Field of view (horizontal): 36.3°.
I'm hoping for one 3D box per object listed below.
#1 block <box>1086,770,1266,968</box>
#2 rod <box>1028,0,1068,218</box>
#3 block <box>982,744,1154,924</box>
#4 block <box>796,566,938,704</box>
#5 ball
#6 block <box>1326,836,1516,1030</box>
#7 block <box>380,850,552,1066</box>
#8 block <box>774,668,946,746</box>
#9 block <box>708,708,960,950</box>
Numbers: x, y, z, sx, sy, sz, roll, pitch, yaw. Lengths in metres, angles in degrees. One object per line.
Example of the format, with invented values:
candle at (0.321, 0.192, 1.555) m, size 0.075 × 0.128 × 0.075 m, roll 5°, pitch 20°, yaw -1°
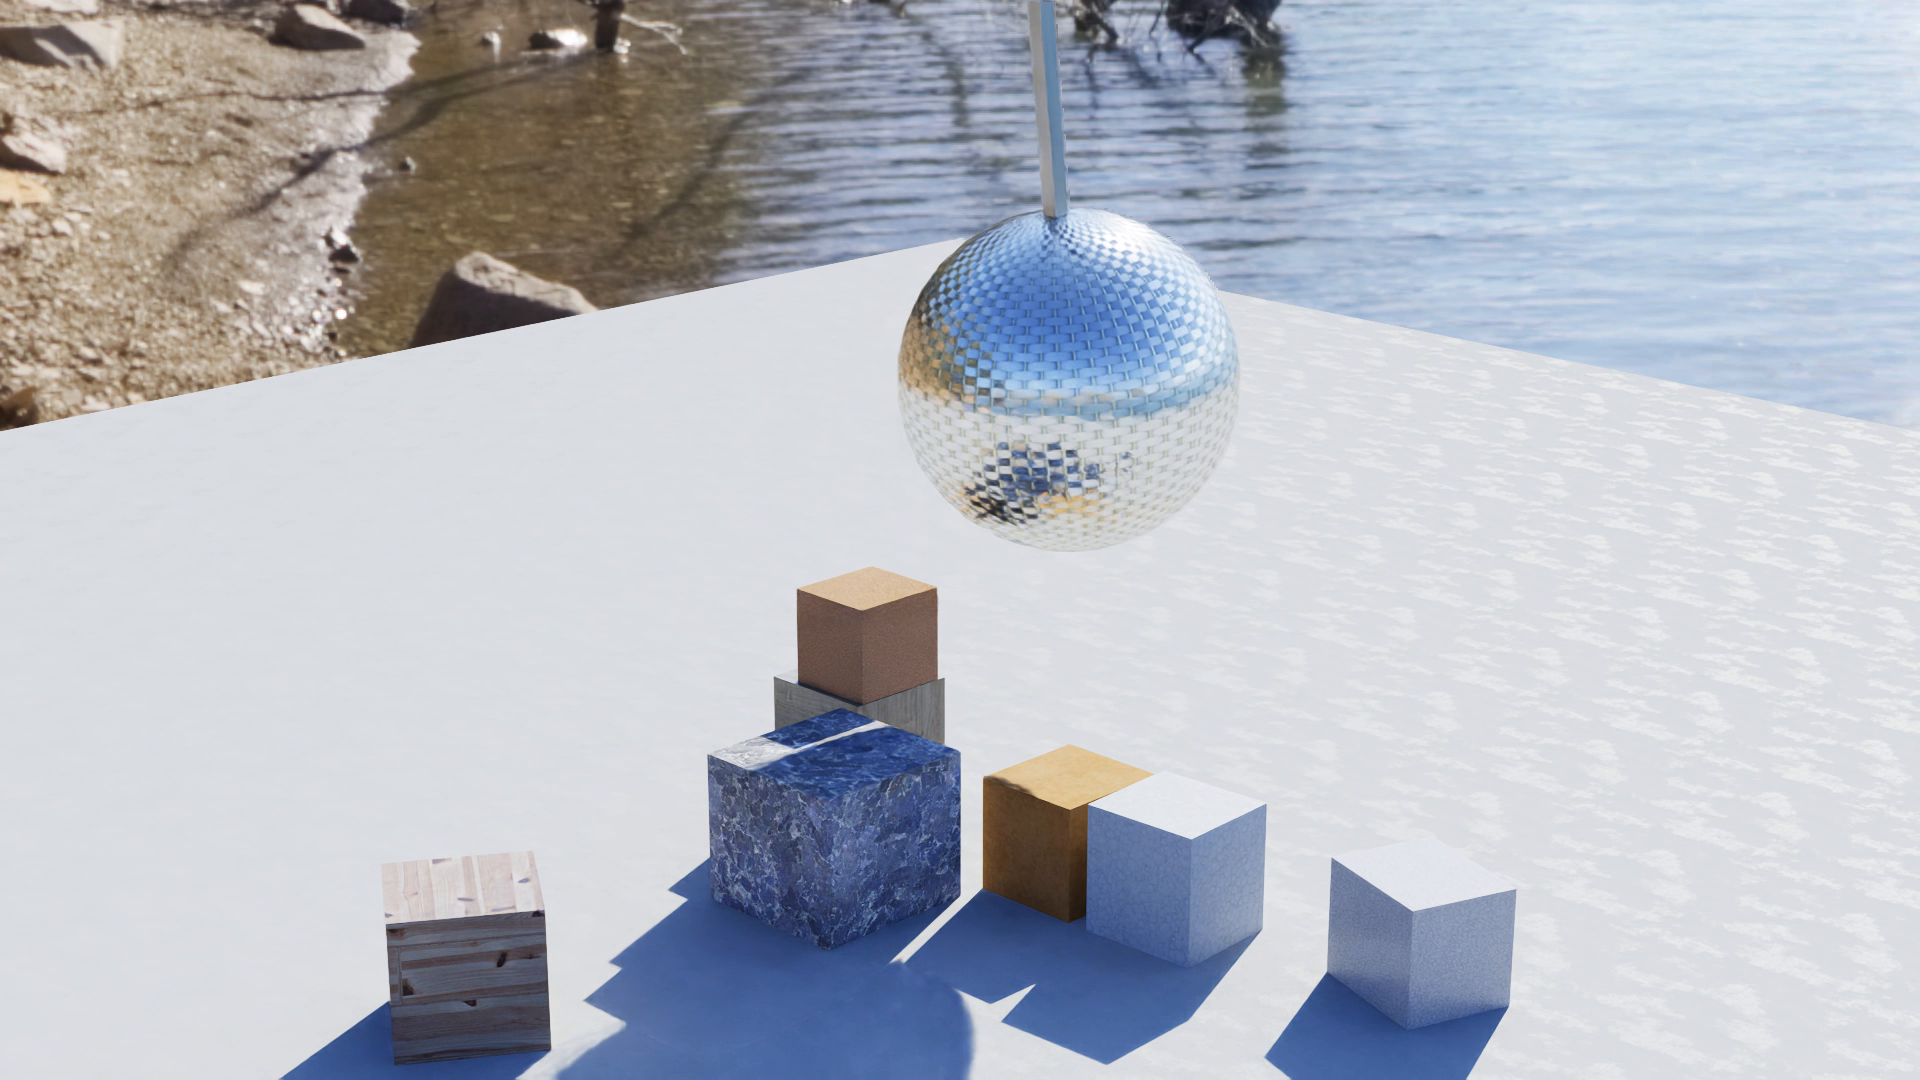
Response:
block at (0.943, 1.429, 12.802) m, size 0.567 × 0.598 × 0.531 m, roll 15°, pitch 23°, yaw 40°
rod at (0.218, -3.880, 12.351) m, size 0.080 × 5.200 × 0.080 m, roll 17°, pitch 31°, yaw 42°
block at (0.493, 1.318, 13.248) m, size 0.533 × 0.542 × 0.574 m, roll 17°, pitch 24°, yaw 42°
block at (-0.439, 0.447, 13.914) m, size 0.490 × 0.464 × 0.454 m, roll -17°, pitch 24°, yaw -42°
ball at (0.502, -0.744, 13.634) m, size 1.600 × 1.600 × 1.600 m, roll 0°, pitch 17°, yaw 0°
block at (1.923, 1.635, 12.259) m, size 0.509 × 0.531 × 0.604 m, roll -8°, pitch 19°, yaw -24°
block at (-2.013, 1.692, 11.929) m, size 0.622 × 0.618 × 0.599 m, roll -4°, pitch 18°, yaw -12°
block at (-0.482, 0.974, 14.130) m, size 0.570 × 0.670 × 0.590 m, roll -17°, pitch 24°, yaw -42°
block at (-0.558, 1.276, 13.118) m, size 0.779 × 0.699 × 0.813 m, roll 17°, pitch 24°, yaw 42°
